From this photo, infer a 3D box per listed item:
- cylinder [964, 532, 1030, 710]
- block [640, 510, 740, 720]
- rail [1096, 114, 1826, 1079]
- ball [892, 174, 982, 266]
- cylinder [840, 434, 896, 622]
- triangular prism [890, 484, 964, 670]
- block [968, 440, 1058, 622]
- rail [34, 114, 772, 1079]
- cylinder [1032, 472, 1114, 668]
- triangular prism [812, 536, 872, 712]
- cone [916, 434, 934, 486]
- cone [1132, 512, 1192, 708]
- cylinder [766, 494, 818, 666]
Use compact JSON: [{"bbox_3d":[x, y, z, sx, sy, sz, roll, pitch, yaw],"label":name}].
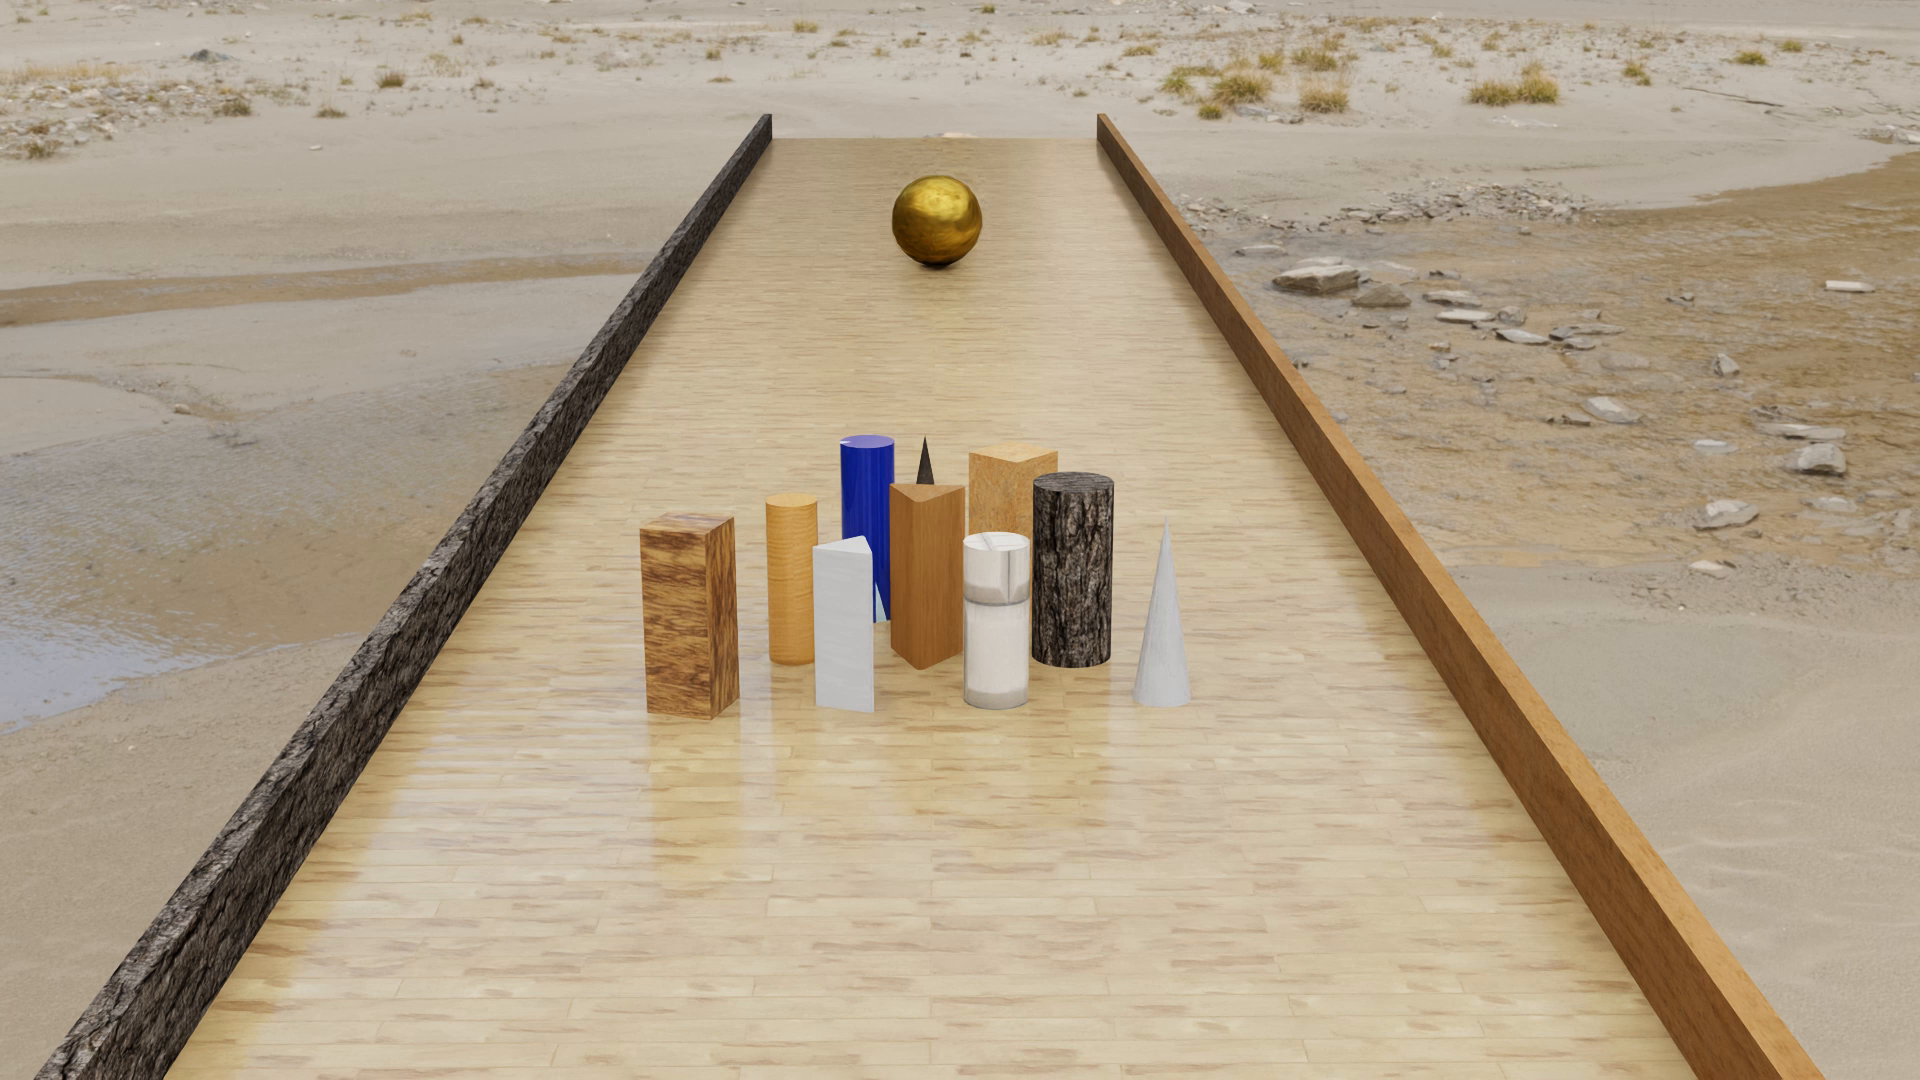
[{"bbox_3d":[0.069,0.153,4.163,0.125,0.314,0.125,0,17,0],"label":"cylinder"},{"bbox_3d":[-0.505,0.140,4.123,0.131,0.361,0.131,5,17,18],"label":"block"},{"bbox_3d":[0.932,-0.844,7.801,0.050,0.150,12.000,0,17,-1],"label":"rail"},{"bbox_3d":[-0.094,-1.301,8.951,0.370,0.370,0.370,0,17,0],"label":"ball"},{"bbox_3d":[-0.193,-0.023,4.638,0.114,0.380,0.114,0,17,0],"label":"cylinder"},{"bbox_3d":[-0.087,0.064,4.405,0.130,0.345,0.150,12,20,35],"label":"triangular prism"},{"bbox_3d":[0.112,-0.015,4.652,0.132,0.356,0.132,14,22,39],"label":"block"},{"bbox_3d":[-1.118,-0.838,7.780,0.050,0.150,12.000,0,17,-1],"label":"rail"},{"bbox_3d":[0.225,0.058,4.396,0.160,0.362,0.160,0,17,0],"label":"cylinder"},{"bbox_3d":[-0.201,0.156,4.156,0.118,0.312,0.102,6,18,20],"label":"triangular prism"},{"bbox_3d":[-0.077,-0.078,4.914,0.120,0.328,0.120,0,17,0],"label":"cone"},{"bbox_3d":[0.387,0.125,4.163,0.114,0.367,0.114,0,17,0],"label":"cone"},{"bbox_3d":[-0.333,0.079,4.385,0.102,0.329,0.102,0,17,0],"label":"cylinder"}]
